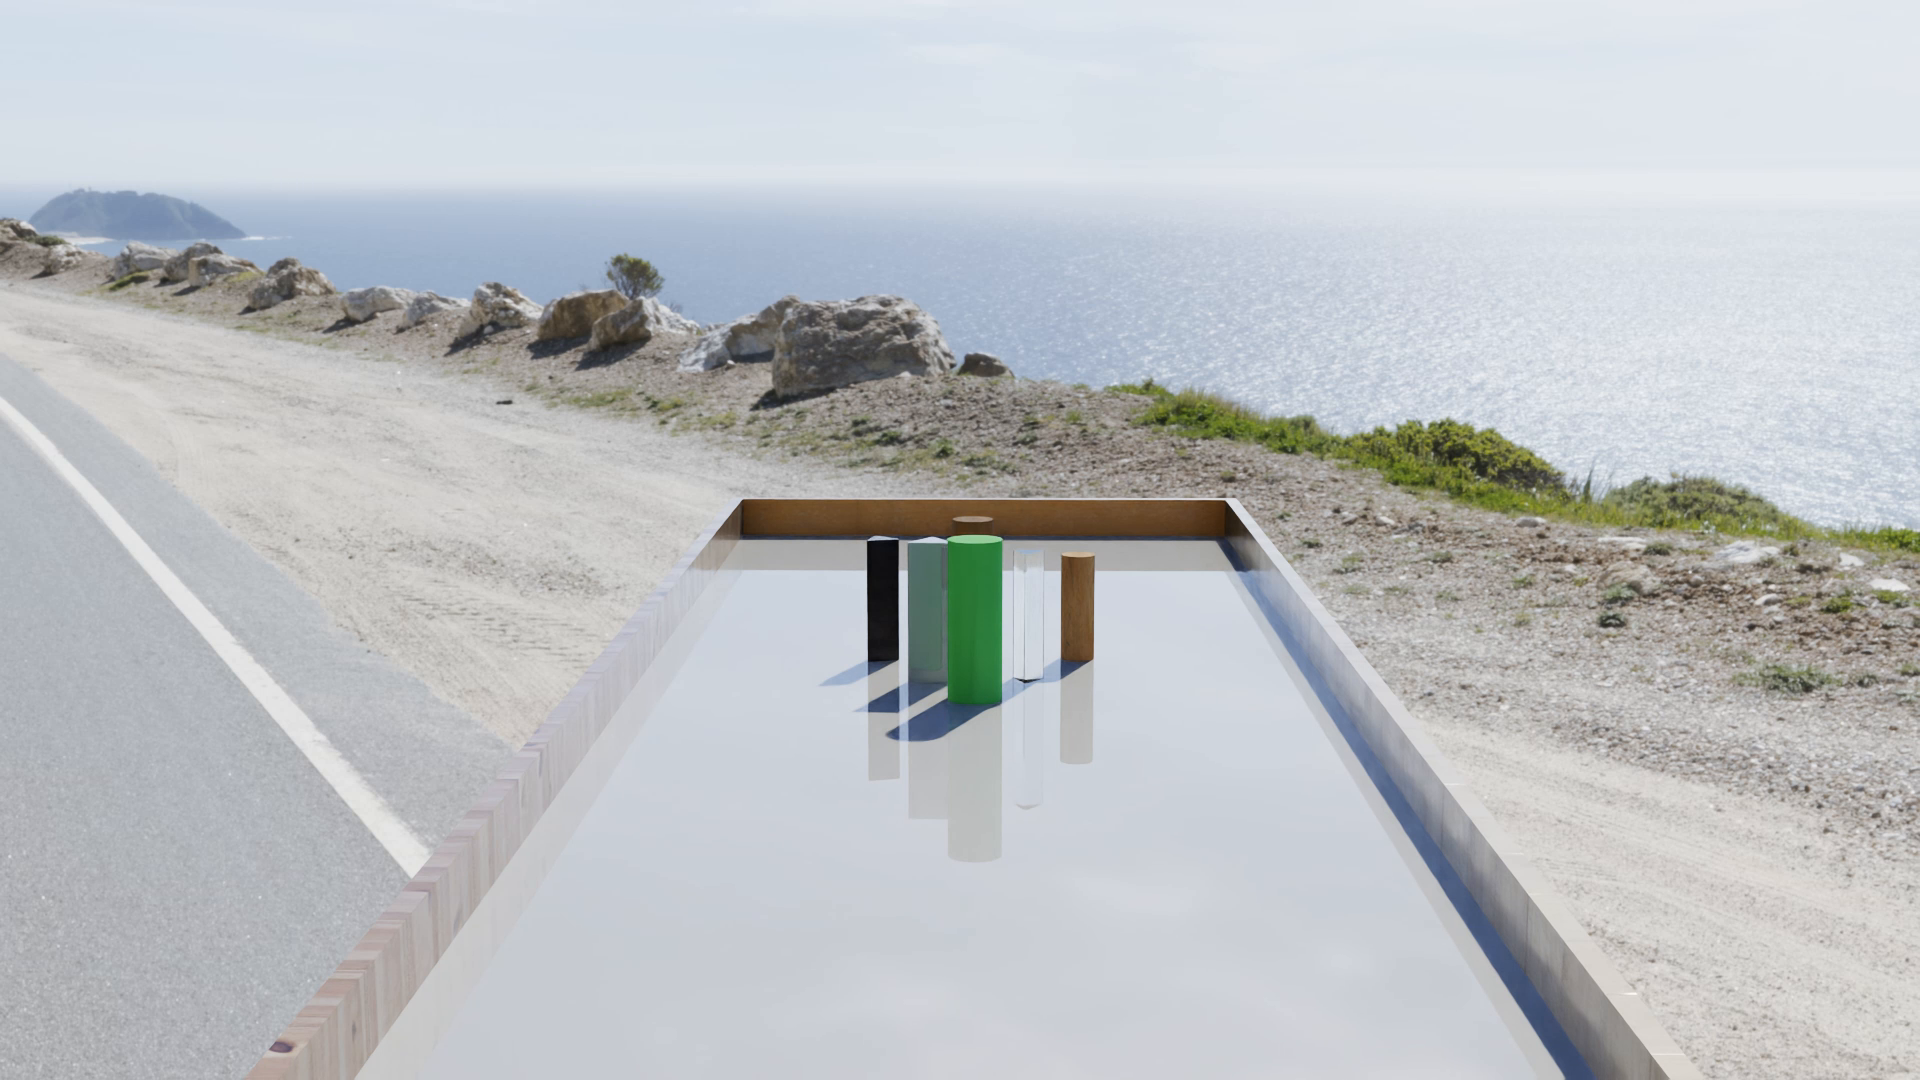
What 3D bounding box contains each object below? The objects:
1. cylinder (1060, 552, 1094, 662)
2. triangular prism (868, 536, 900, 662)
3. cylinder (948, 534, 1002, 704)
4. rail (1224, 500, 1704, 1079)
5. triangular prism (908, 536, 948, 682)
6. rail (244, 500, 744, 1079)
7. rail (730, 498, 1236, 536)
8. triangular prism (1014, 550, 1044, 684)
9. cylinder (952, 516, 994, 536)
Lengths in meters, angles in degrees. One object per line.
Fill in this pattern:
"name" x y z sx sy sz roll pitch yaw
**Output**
"cylinder" 0.359 0.202 6.704 0.102 0.322 0.102 0 9 0
"triangular prism" -0.244 0.177 6.702 0.098 0.373 0.085 -3 9 -16
"cylinder" 0.042 0.222 6.156 0.154 0.454 0.154 0 9 0
"rail" 1.046 0.843 3.208 0.050 0.150 12.000 0 9 1
"triangular prism" -0.083 0.202 6.422 0.128 0.411 0.111 1 9 4
"rail" -1.004 0.839 3.234 0.050 0.150 12.000 0 9 1
"rail" 0.099 -0.098 9.147 2.100 0.150 0.050 0 9 1
"triangular prism" 0.187 0.220 6.410 0.077 0.380 0.088 7 11 37
"cylinder" 0.040 0.151 6.677 0.123 0.433 0.123 0 9 0
